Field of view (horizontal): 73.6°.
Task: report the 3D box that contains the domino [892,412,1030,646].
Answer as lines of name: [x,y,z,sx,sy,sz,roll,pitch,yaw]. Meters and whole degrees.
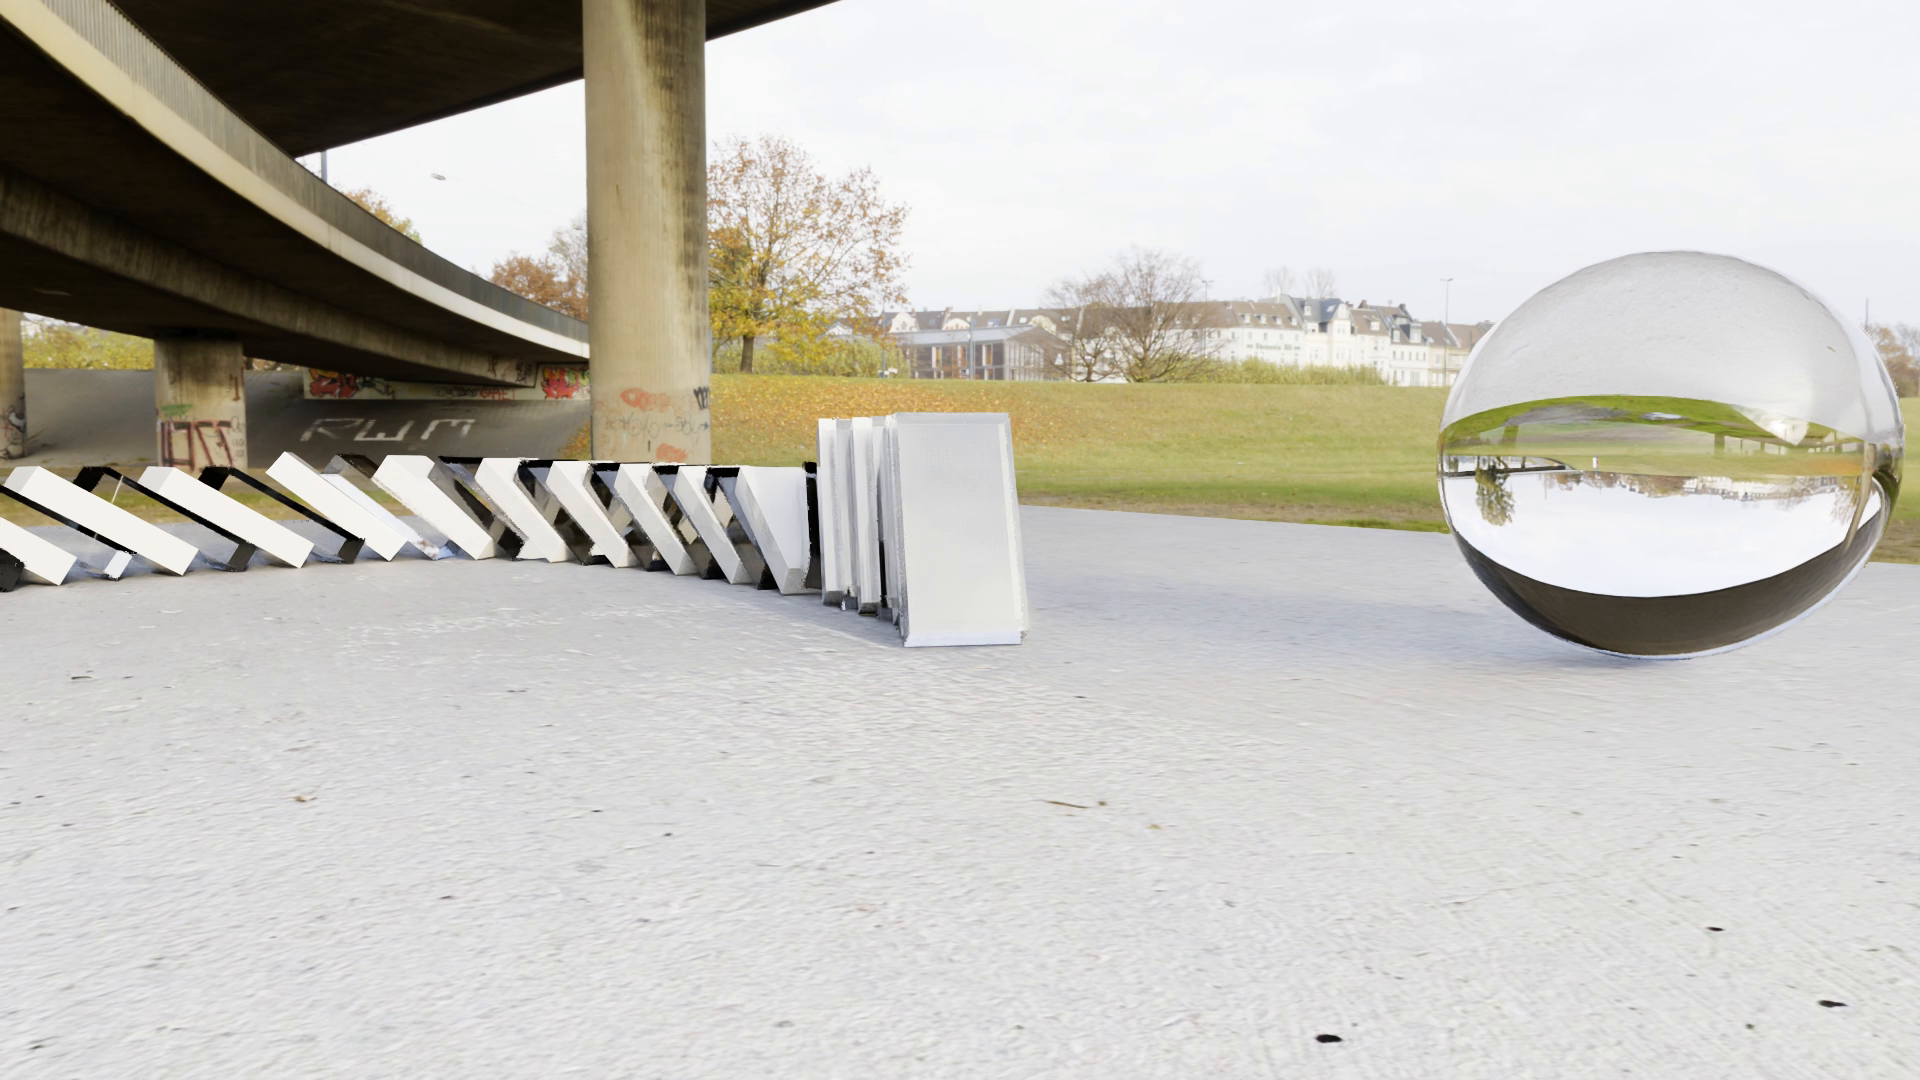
domino: [0.000,-0.003,0.276,0.025,0.050,0.009,-1,-20,-10]

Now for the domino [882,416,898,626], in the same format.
domino: [-0.004,-0.005,0.307,0.025,0.050,0.009,-1,-20,-10]

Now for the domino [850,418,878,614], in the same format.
domino: [-0.014,-0.007,0.327,0.025,0.050,0.010,-1,-21,-10]

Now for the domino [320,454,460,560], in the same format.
domino: [-0.209,-0.013,0.477,0.050,0.009,0.025,38,0,-5]

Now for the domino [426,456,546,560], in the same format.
domino: [-0.172,-0.012,0.481,0.050,0.010,0.025,39,16,15]

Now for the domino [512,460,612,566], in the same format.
domino: [-0.138,-0.011,0.468,0.050,0.010,0.025,43,27,26]

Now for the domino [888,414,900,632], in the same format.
domino: [-0.003,-0.004,0.297,0.025,0.050,0.009,-1,-20,-10]

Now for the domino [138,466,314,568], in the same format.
domino: [-0.247,-0.007,0.432,0.025,0.009,0.050,4,-27,41]

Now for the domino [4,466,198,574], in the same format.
domino: [-0.271,-0.006,0.404,0.025,0.009,0.050,2,-29,41]

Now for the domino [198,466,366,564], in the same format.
domino: [-0.236,-0.008,0.446,0.025,0.009,0.050,4,-27,41]

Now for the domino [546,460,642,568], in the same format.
domino: [-0.123,-0.010,0.458,0.050,0.009,0.025,43,28,28]

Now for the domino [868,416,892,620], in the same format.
domino: [-0.009,-0.006,0.317,0.025,0.050,0.009,-1,-20,-10]

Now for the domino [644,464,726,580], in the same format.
domino: [-0.082,-0.007,0.422,0.025,0.009,0.050,-3,39,-39]

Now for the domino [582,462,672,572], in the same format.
domino: [-0.108,-0.009,0.447,0.025,0.010,0.050,-4,40,-45]

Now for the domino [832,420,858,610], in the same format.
domino: [-0.019,-0.007,0.337,0.025,0.050,0.009,-1,-22,-11]

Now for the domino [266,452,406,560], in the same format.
domino: [-0.225,-0.012,0.467,0.050,0.010,0.025,41,-12,-19]

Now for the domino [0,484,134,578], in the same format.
domino: [-0.283,-0.005,0.391,0.025,0.009,0.050,1,-29,40]

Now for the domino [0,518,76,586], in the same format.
domino: [-0.289,-0.003,0.373,0.025,0.009,0.050,2,-29,29]

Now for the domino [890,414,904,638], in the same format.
domino: [-0.002,-0.004,0.286,0.025,0.050,0.009,-1,-20,-10]

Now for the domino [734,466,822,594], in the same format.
domino: [-0.047,-0.004,0.380,0.025,0.010,0.050,-1,37,-28]

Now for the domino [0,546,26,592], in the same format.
domino: [-0.288,-0.002,0.352,0.025,0.009,0.050,1,-31,10]

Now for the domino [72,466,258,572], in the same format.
domino: [-0.260,-0.006,0.419,0.025,0.009,0.050,4,-28,41]

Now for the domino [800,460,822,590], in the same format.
domino: [-0.032,-0.004,0.369,0.025,0.009,0.050,7,34,-14]

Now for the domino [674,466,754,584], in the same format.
domino: [-0.070,-0.006,0.408,0.025,0.010,0.050,-3,38,-36]

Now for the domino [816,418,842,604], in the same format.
domino: [-0.025,-0.008,0.347,0.025,0.050,0.009,0,-23,-12]

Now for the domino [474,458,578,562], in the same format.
domino: [-0.154,-0.012,0.476,0.050,0.009,0.025,42,22,22]

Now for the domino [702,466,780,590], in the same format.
domino: [-0.059,-0.005,0.394,0.025,0.009,0.050,-3,38,-33]

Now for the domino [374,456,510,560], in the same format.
domino: [-0.191,-0.013,0.481,0.050,0.009,0.025,38,8,5]

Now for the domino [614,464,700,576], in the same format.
domino: [-0.095,-0.008,0.435,0.025,0.010,0.050,-4,39,-42]

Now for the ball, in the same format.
ball: [0.136,-0.016,0.252,0.080,0.080,0.080,0,4,0]
